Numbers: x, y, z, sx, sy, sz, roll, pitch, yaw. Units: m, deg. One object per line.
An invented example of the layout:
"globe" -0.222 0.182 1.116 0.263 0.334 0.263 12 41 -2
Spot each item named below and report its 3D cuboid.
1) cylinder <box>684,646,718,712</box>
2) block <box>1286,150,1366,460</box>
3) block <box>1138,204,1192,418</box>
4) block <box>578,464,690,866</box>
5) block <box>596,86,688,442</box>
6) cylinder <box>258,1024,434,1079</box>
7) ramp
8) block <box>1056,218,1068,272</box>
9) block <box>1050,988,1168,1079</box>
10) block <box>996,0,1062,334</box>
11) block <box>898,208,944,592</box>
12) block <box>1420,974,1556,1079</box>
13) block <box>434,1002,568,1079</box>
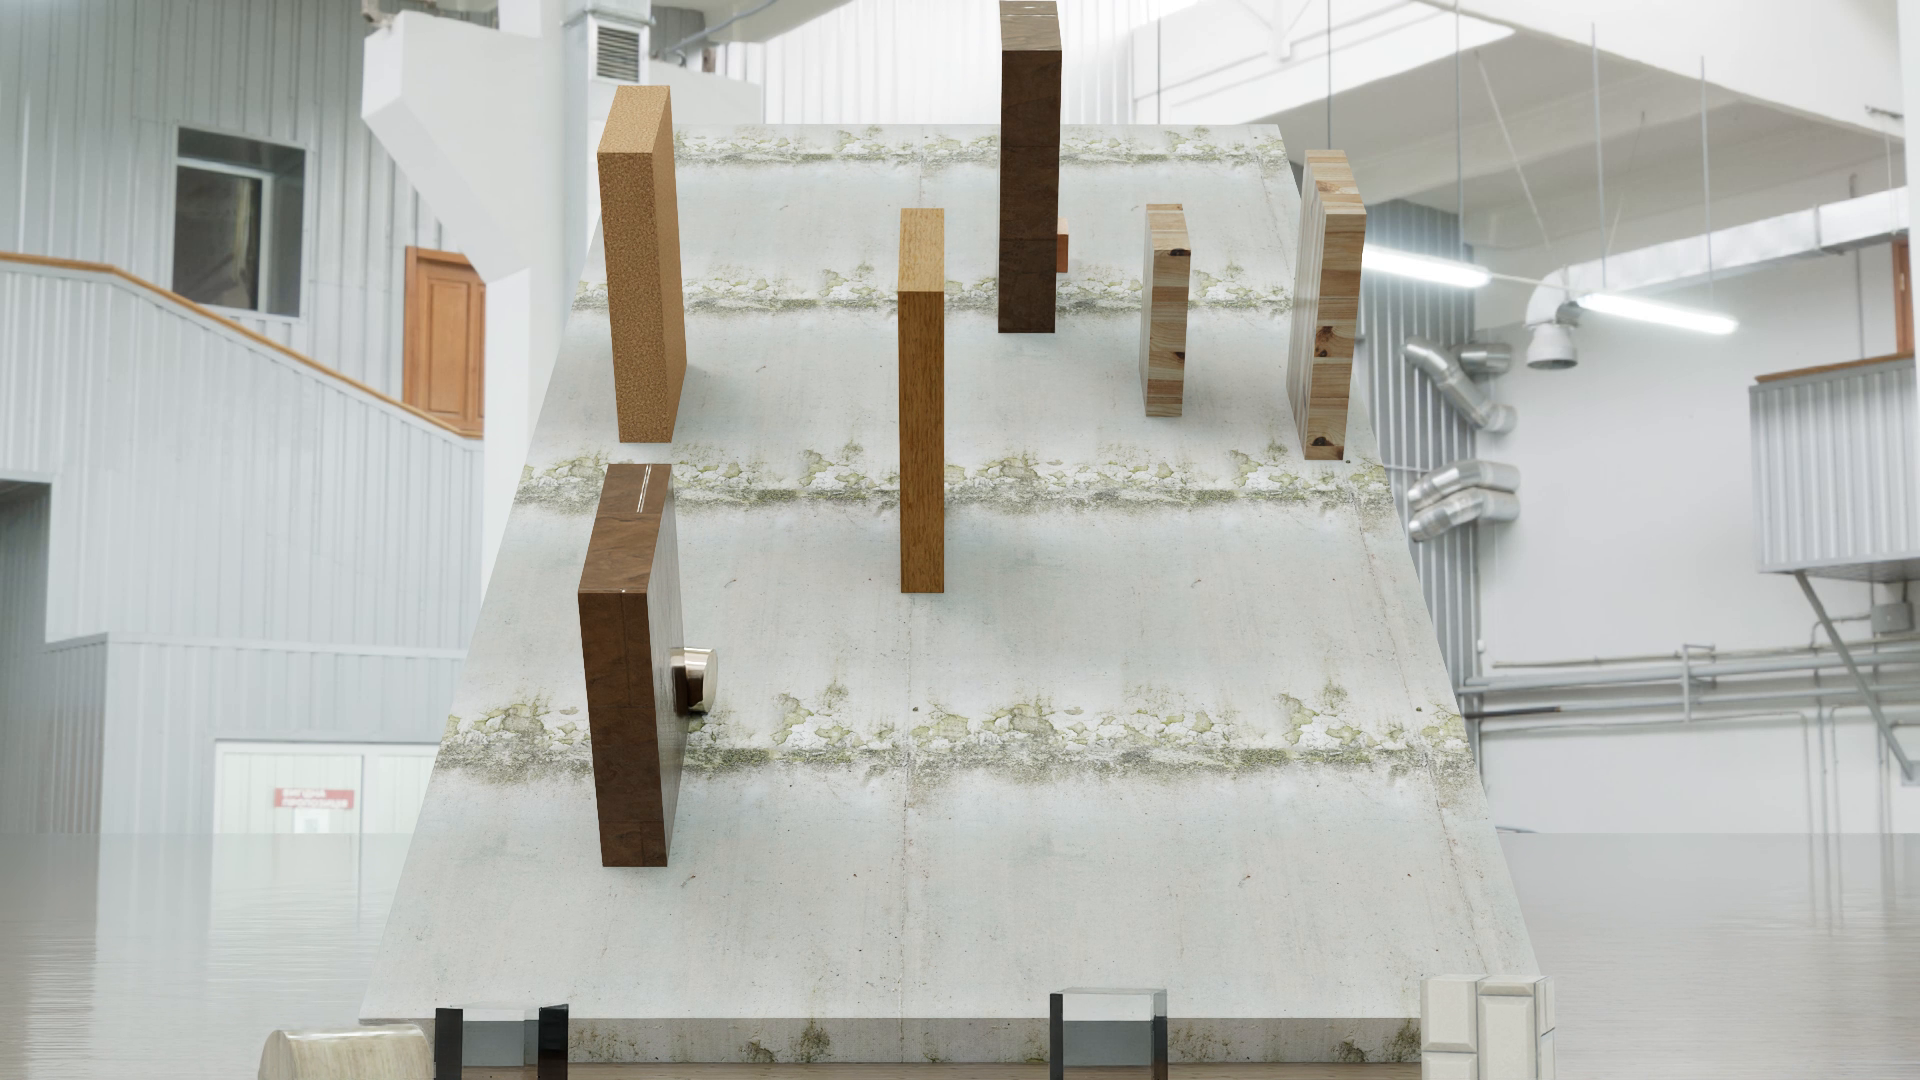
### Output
"cylinder" -0.555 0.272 4.812 0.127 0.127 0.127 5 -6 7
"block" 0.851 -0.550 5.695 0.089 0.623 0.372 0 31 0
"block" 0.492 -0.553 5.874 0.086 0.441 0.264 0 31 0
"block" -0.588 0.226 4.445 0.117 0.588 0.443 0 31 0
"block" -0.744 -0.650 5.744 0.122 0.732 0.412 0 31 0
"cylinder" -0.724 0.655 2.869 0.162 0.162 0.162 4 -8 -32
"ramp" -0.014 -0.198 5.806 2.000 0.100 4.000 0 31 0
"block" 0.234 -0.799 6.591 0.113 0.113 0.113 0 31 0
"block" 0.224 0.753 3.653 0.151 0.151 0.151 -2 -7 14
"block" 0.171 -0.951 6.219 0.146 0.759 0.364 0 31 0
"block" -0.080 -0.296 5.189 0.092 0.710 0.408 0 31 0
"block" 0.786 0.738 3.617 0.172 0.172 0.172 -2 -7 20
"block" -0.659 0.741 3.502 0.140 0.140 0.140 -2 -7 17
